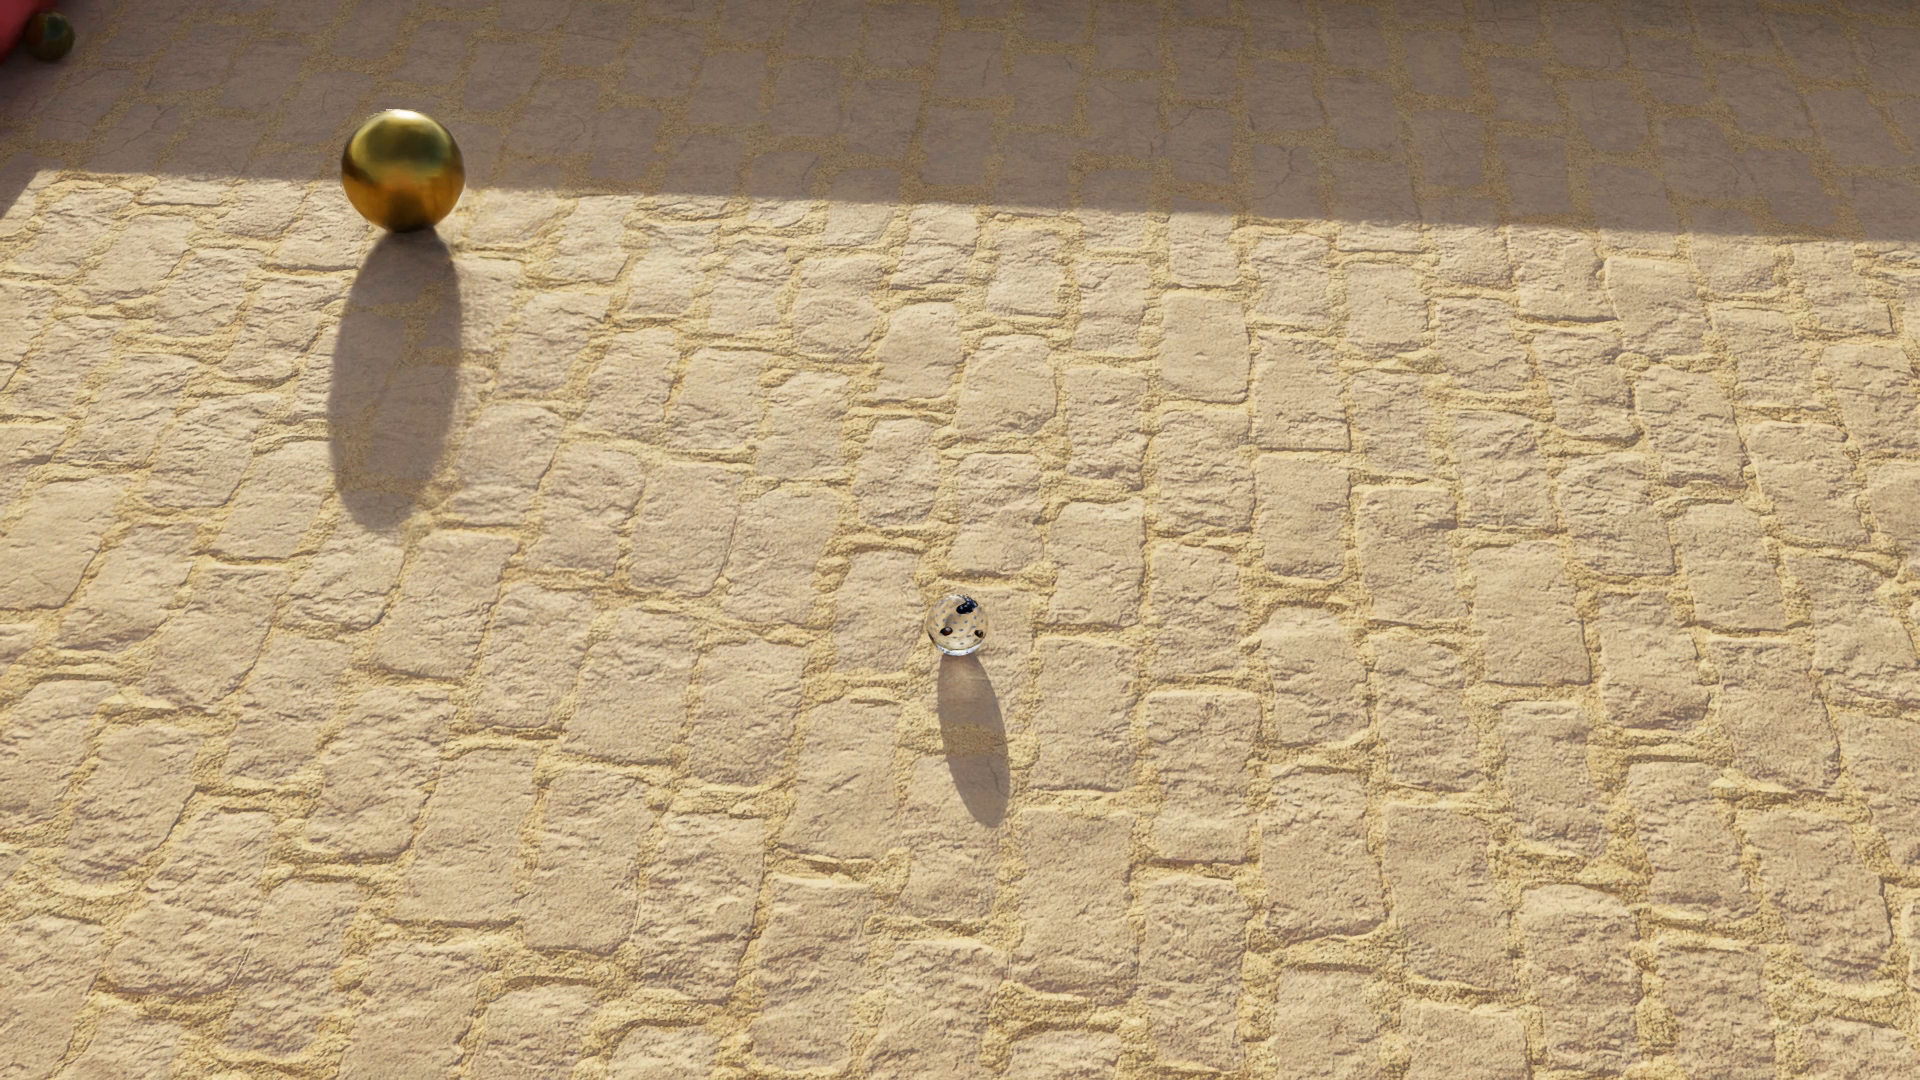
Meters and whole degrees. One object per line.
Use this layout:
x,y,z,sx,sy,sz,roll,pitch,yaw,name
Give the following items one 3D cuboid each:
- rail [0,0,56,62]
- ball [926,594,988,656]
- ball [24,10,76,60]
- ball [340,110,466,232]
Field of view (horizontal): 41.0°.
-0.920,-0.072,1.749,0.045,0.129,2.152,3,36,4,rail
-0.002,0.055,1.651,0.040,0.040,0.040,0,36,0,ball
-0.840,-0.465,2.366,0.045,0.045,0.045,0,36,0,ball
-0.454,-0.300,2.091,0.099,0.099,0.099,0,36,0,ball
